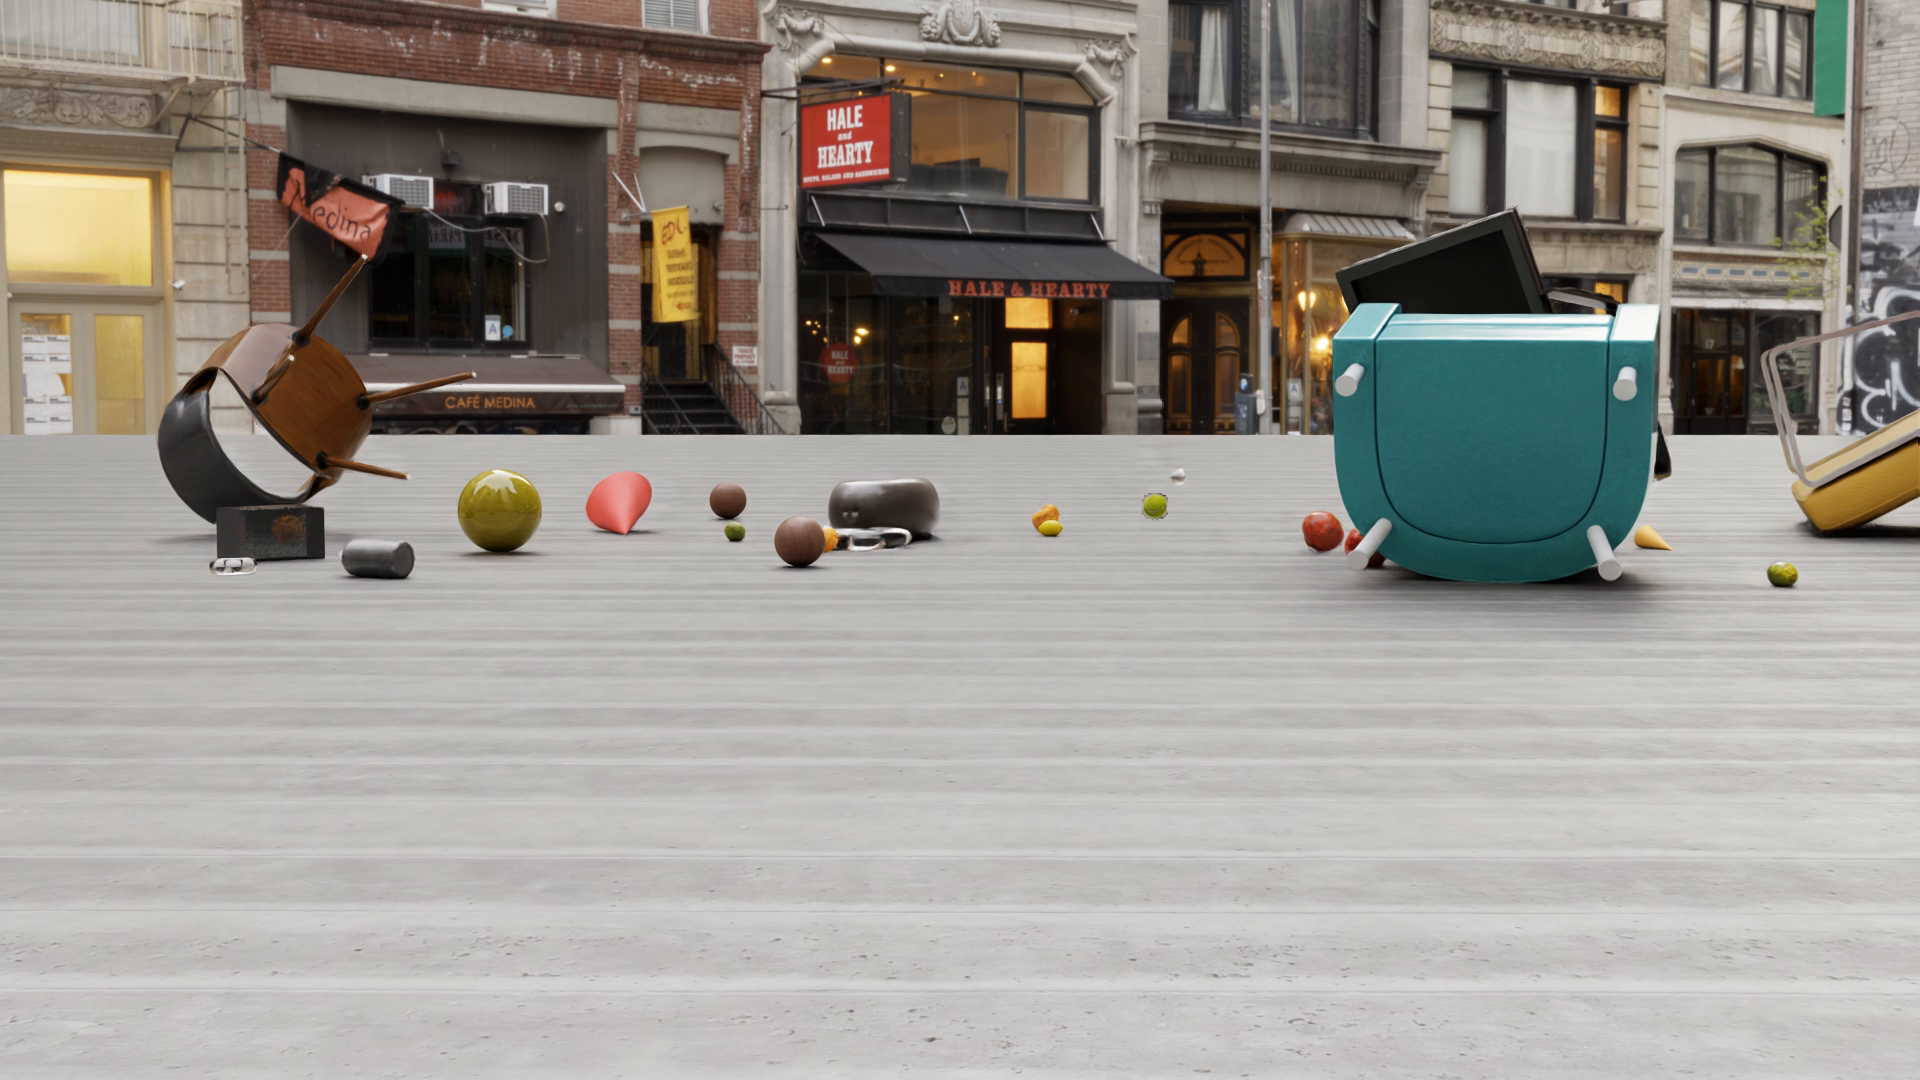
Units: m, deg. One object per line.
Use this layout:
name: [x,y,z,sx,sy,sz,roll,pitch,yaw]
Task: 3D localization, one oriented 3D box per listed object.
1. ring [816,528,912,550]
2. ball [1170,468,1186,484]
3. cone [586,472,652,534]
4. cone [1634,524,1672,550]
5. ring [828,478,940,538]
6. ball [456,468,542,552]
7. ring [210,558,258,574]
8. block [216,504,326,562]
ring: [-0.272,-0.004,6.190,0.284,0.057,0.158,-2,4,-20]
ball: [1.025,-0.295,10.295,0.075,0.075,0.075,0,4,0]
cone: [-1.056,-0.070,6.872,0.184,0.229,0.217,39,14,-30]
cone: [1.961,0.009,6.173,0.065,0.067,0.134,20,10,-25]
ring: [-0.225,-0.092,6.578,0.291,0.178,0.535,-2,2,20]
ball: [-1.264,-0.080,6.041,0.230,0.230,0.230,0,4,0]
ring: [-1.766,0.064,5.342,0.113,0.039,0.049,-3,3,-25]
block: [-1.833,-0.020,5.847,0.215,0.135,0.197,-3,5,-40]
